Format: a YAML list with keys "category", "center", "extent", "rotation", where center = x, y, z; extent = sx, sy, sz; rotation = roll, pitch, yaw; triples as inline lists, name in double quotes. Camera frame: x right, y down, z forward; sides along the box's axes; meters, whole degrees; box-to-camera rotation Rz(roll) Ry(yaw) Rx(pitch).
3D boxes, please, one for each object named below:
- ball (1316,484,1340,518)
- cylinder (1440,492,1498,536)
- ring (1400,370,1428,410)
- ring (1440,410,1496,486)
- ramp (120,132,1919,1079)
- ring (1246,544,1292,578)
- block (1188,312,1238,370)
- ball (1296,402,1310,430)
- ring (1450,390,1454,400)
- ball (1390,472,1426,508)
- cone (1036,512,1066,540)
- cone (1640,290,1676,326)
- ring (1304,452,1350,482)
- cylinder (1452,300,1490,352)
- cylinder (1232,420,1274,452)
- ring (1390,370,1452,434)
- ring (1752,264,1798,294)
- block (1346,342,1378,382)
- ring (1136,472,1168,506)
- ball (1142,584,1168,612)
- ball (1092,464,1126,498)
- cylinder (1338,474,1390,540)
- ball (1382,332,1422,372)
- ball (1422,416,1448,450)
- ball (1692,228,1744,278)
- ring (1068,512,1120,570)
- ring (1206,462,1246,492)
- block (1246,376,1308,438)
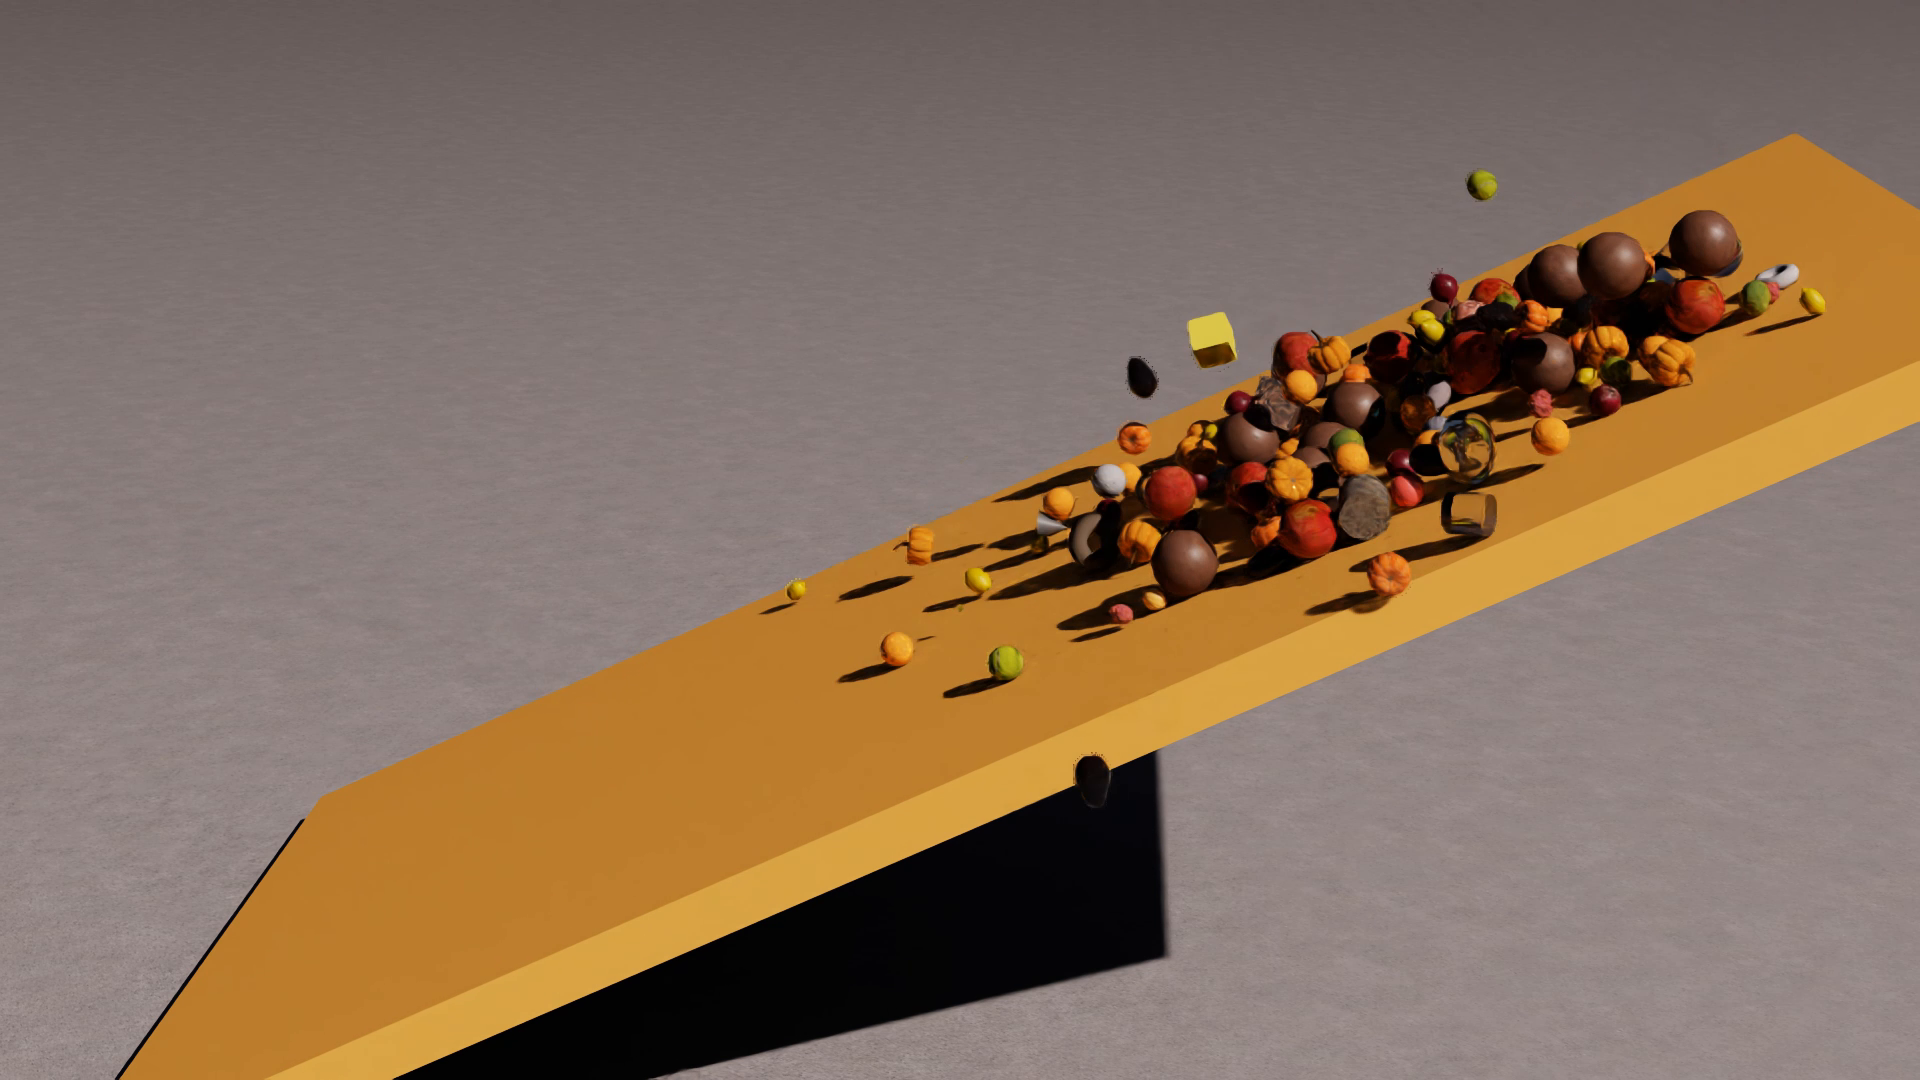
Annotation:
- category: "ball"
  center: [0.725, -0.074, 5.731]
  extent: [0.066, 0.066, 0.066]
  rotation: [0, 16, 0]
- category: "cylinder"
  center: [0.903, -0.047, 5.216]
  extent: [0.076, 0.076, 0.076]
  rotation: [5, 16, 33]
- category: "ring"
  center: [0.921, -0.305, 5.976]
  extent: [0.026, 0.079, 0.079]
  rotation: [14, 21, 41]
- category: "ring"
  center: [0.953, -0.174, 5.518]
  extent: [0.143, 0.143, 0.048]
  rotation: [-15, 7, -42]
- category: "ramp"
  center: [0.136, 0.169, 6.282]
  extent: [4.000, 0.100, 2.000]
  rotation: [-24, 13, 9]
- category: "ring"
  center: [0.589, 0.041, 5.618]
  extent: [0.098, 0.033, 0.098]
  rotation: [-28, 13, 7]
- category: "block"
  center: [0.570, -0.450, 6.628]
  extent: [0.083, 0.083, 0.083]
  rotation: [-14, -31, 14]
- category: "ball"
  center: [0.733, -0.282, 6.481]
  extent: [0.081, 0.081, 0.081]
  rotation: [0, 16, 0]
- category: "ring"
  center: [0.992, -0.297, 6.161]
  extent: [0.087, 0.029, 0.087]
  rotation: [-24, 14, 7]
- category: "ball"
  center: [0.849, -0.094, 5.572]
  extent: [0.067, 0.067, 0.067]
  rotation: [0, 16, 0]
- category: "cone"
  center: [0.211, -0.030, 6.614]
  extent: [0.067, 0.067, 0.067]
  rotation: [5, 17, 12]
- category: "cone"
  center: [1.400, -0.454, 5.974]
  extent: [0.078, 0.078, 0.078]
  rotation: [-7, -24, -24]
- category: "ring"
  center: [0.753, -0.150, 6.040]
  extent: [0.103, 0.034, 0.103]
  rotation: [-24, 14, 6]
- category: "cylinder"
  center: [1.071, -0.448, 6.165]
  extent: [0.077, 0.077, 0.077]
  rotation: [1, 59, 2]
- category: "cylinder"
  center: [0.621, -0.220, 6.237]
  extent: [0.070, 0.070, 0.070]
  rotation: [-6, 3, -19]
- category: "ring"
  center: [0.950, -0.285, 6.062]
  extent: [0.050, 0.150, 0.150]
  rotation: [39, 2, -22]
- category: "ring"
  center: [1.613, -0.516, 5.817]
  extent: [0.094, 0.031, 0.094]
  rotation: [-25, 14, 7]
- category: "block"
  center: [0.903, -0.398, 6.598]
  extent: [0.052, 0.052, 0.052]
  rotation: [-27, 56, -8]
- category: "ring"
  center: [0.417, -0.111, 6.394]
  extent: [0.080, 0.080, 0.027]
  rotation: [-10, 24, -30]
- category: "ball"
  center: [0.378, 0.113, 5.706]
  extent: [0.051, 0.051, 0.051]
  rotation: [0, 16, 0]
- category: "ball"
  center: [0.320, -0.126, 6.312]
  extent: [0.075, 0.075, 0.075]
  rotation: [0, 16, 0]
- category: "cylinder"
  center: [0.760, -0.062, 5.533]
  extent: [0.094, 0.094, 0.094]
  rotation: [1, 24, 5]
- category: "ball"
  center: [0.977, -0.414, 6.503]
  extent: [0.090, 0.090, 0.090]
  rotation: [0, 16, 0]
- category: "ball"
  center: [0.949, -0.213, 5.834]
  extent: [0.067, 0.067, 0.067]
  rotation: [0, 16, 0]
- category: "ball"
  center: [1.507, -0.569, 5.848]
  extent: [0.099, 0.099, 0.099]
  rotation: [0, 16, 0]
- category: "ring"
  center: [0.281, 0.004, 6.156]
  extent: [0.121, 0.121, 0.040]
  rotation: [-9, 4, -28]
- category: "ring"
  center: [0.571, -0.136, 6.338]
  extent: [0.093, 0.031, 0.093]
  rotation: [-26, 14, 7]
- category: "block"
  center: [0.677, -0.283, 6.278]
  extent: [0.094, 0.094, 0.094]
  rotation: [21, -5, 15]
